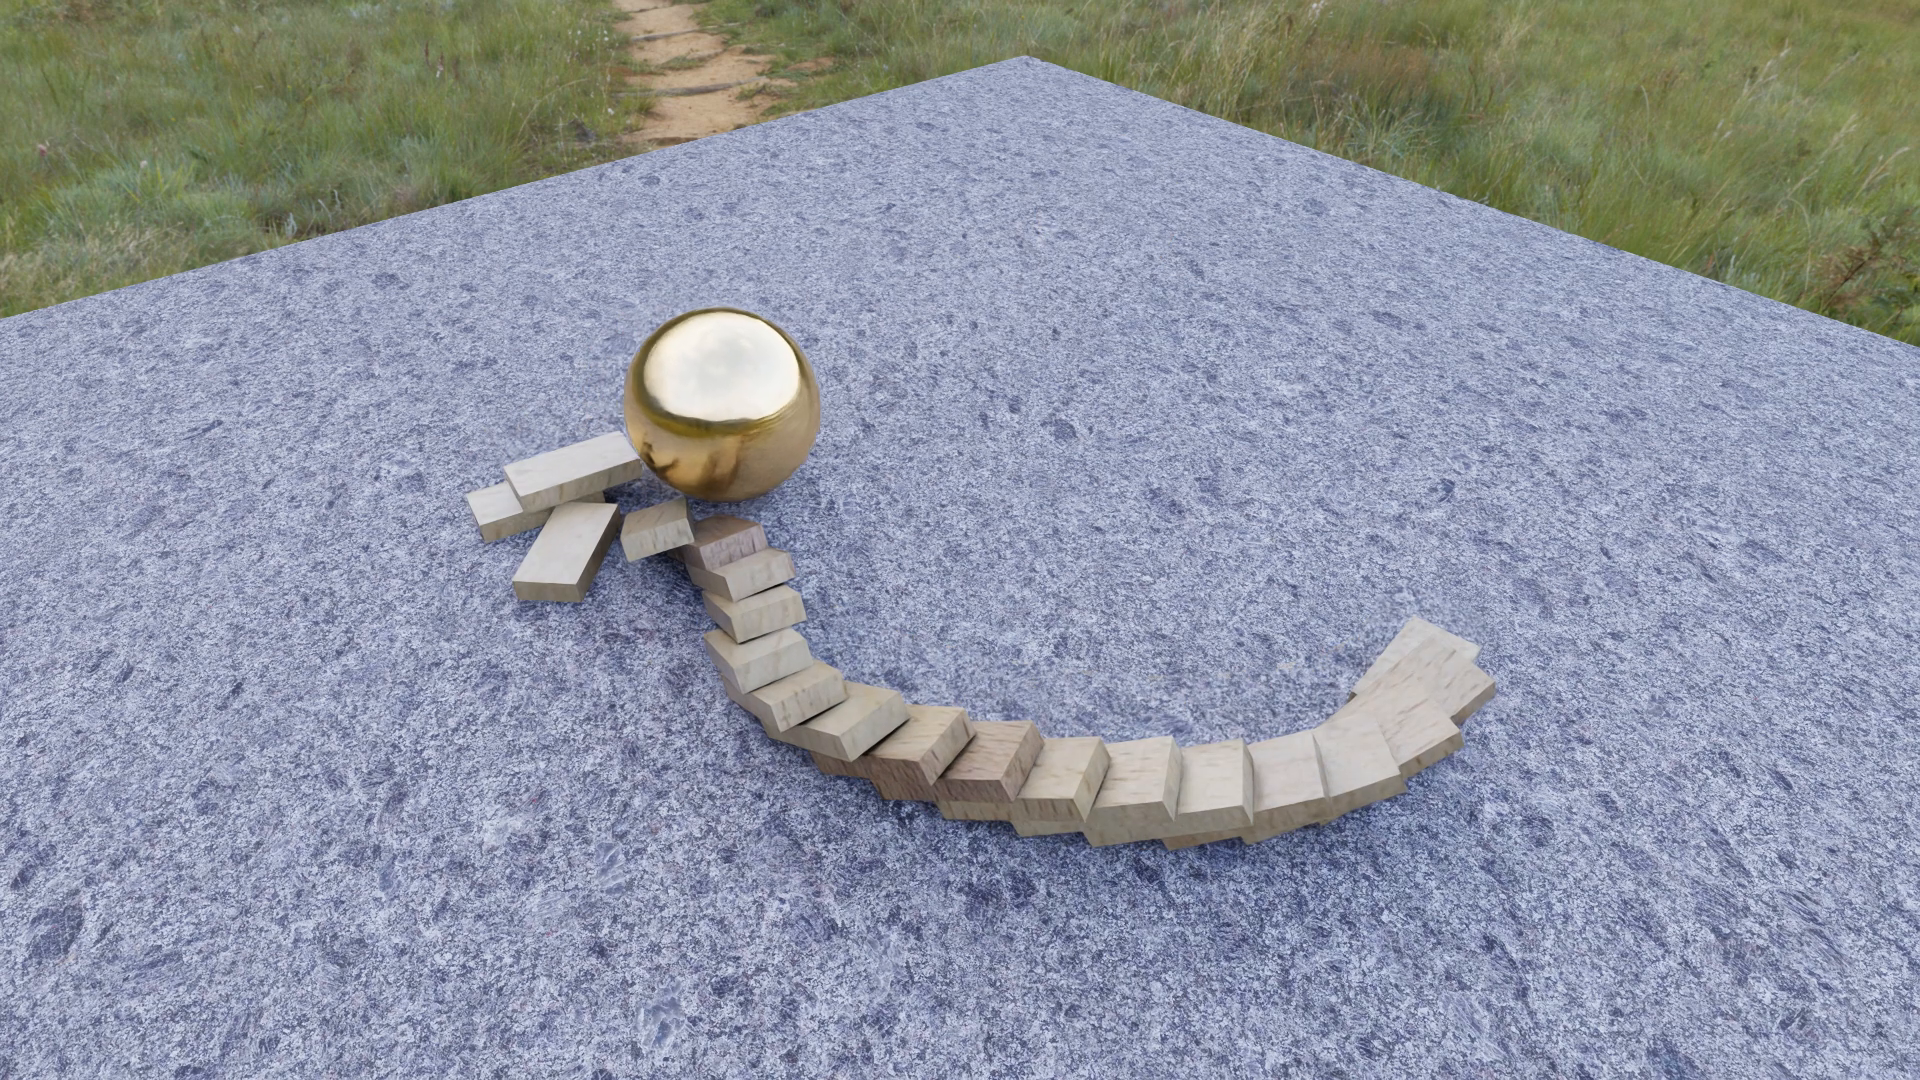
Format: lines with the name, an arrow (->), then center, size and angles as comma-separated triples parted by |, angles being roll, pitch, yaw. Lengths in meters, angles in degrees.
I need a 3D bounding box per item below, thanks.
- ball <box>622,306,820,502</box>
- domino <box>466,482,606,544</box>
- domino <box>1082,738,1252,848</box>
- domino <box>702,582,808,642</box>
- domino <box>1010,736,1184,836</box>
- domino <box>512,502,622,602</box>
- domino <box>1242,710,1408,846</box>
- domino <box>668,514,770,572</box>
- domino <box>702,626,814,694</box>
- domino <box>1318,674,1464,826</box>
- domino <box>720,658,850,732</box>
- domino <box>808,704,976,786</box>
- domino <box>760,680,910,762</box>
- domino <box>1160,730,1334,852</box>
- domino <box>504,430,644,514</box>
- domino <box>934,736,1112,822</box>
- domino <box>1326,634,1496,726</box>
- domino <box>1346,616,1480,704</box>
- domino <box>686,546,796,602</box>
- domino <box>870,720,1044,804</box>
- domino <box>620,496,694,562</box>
ball -> -0.098, -0.056, 0.456 | 0.080, 0.080, 0.080 | 0, 39, 0
domino -> -0.179, -0.017, 0.464 | 0.050, 0.009, 0.025 | -22, 44, -24
domino -> 0.062, 0.077, 0.333 | 0.050, 0.009, 0.025 | -16, 33, 25
domino -> -0.075, 0.023, 0.397 | 0.025, 0.009, 0.050 | -18, 15, -21
domino -> 0.041, 0.075, 0.334 | 0.050, 0.010, 0.025 | -14, 32, 28
domino -> -0.156, 0.004, 0.439 | 0.025, 0.010, 0.050 | 3, 39, 4
domino -> 0.107, 0.073, 0.337 | 0.050, 0.009, 0.025 | -24, 37, 15
domino -> -0.095, 0.000, 0.425 | 0.025, 0.009, 0.050 | -23, 17, -26
domino -> -0.070, 0.038, 0.379 | 0.025, 0.010, 0.050 | -21, 16, -20
domino -> 0.128, 0.066, 0.345 | 0.050, 0.009, 0.025 | -32, 42, 6
domino -> -0.059, 0.048, 0.366 | 0.025, 0.010, 0.050 | -24, 17, -26
domino -> -0.022, 0.064, 0.348 | 0.050, 0.009, 0.025 | -5, 29, 42
domino -> -0.042, 0.057, 0.356 | 0.025, 0.009, 0.050 | -33, 21, -34
domino -> 0.085, 0.076, 0.333 | 0.050, 0.010, 0.025 | -19, 35, 21
domino -> -0.163, -0.029, 0.464 | 0.050, 0.010, 0.025 | -22, 44, -25
domino -> 0.019, 0.073, 0.337 | 0.050, 0.010, 0.025 | -9, 31, 35
domino -> 0.145, 0.056, 0.358 | 0.050, 0.010, 0.025 | -39, 47, -2
domino -> 0.159, 0.048, 0.384 | 0.025, 0.010, 0.050 | 29, 48, 31
domino -> -0.083, 0.011, 0.413 | 0.025, 0.009, 0.050 | -23, 17, -26
domino -> -0.001, 0.069, 0.342 | 0.050, 0.009, 0.025 | -8, 30, 36
domino -> -0.118, -0.005, 0.430 | 0.025, 0.009, 0.050 | -18, 15, -10
